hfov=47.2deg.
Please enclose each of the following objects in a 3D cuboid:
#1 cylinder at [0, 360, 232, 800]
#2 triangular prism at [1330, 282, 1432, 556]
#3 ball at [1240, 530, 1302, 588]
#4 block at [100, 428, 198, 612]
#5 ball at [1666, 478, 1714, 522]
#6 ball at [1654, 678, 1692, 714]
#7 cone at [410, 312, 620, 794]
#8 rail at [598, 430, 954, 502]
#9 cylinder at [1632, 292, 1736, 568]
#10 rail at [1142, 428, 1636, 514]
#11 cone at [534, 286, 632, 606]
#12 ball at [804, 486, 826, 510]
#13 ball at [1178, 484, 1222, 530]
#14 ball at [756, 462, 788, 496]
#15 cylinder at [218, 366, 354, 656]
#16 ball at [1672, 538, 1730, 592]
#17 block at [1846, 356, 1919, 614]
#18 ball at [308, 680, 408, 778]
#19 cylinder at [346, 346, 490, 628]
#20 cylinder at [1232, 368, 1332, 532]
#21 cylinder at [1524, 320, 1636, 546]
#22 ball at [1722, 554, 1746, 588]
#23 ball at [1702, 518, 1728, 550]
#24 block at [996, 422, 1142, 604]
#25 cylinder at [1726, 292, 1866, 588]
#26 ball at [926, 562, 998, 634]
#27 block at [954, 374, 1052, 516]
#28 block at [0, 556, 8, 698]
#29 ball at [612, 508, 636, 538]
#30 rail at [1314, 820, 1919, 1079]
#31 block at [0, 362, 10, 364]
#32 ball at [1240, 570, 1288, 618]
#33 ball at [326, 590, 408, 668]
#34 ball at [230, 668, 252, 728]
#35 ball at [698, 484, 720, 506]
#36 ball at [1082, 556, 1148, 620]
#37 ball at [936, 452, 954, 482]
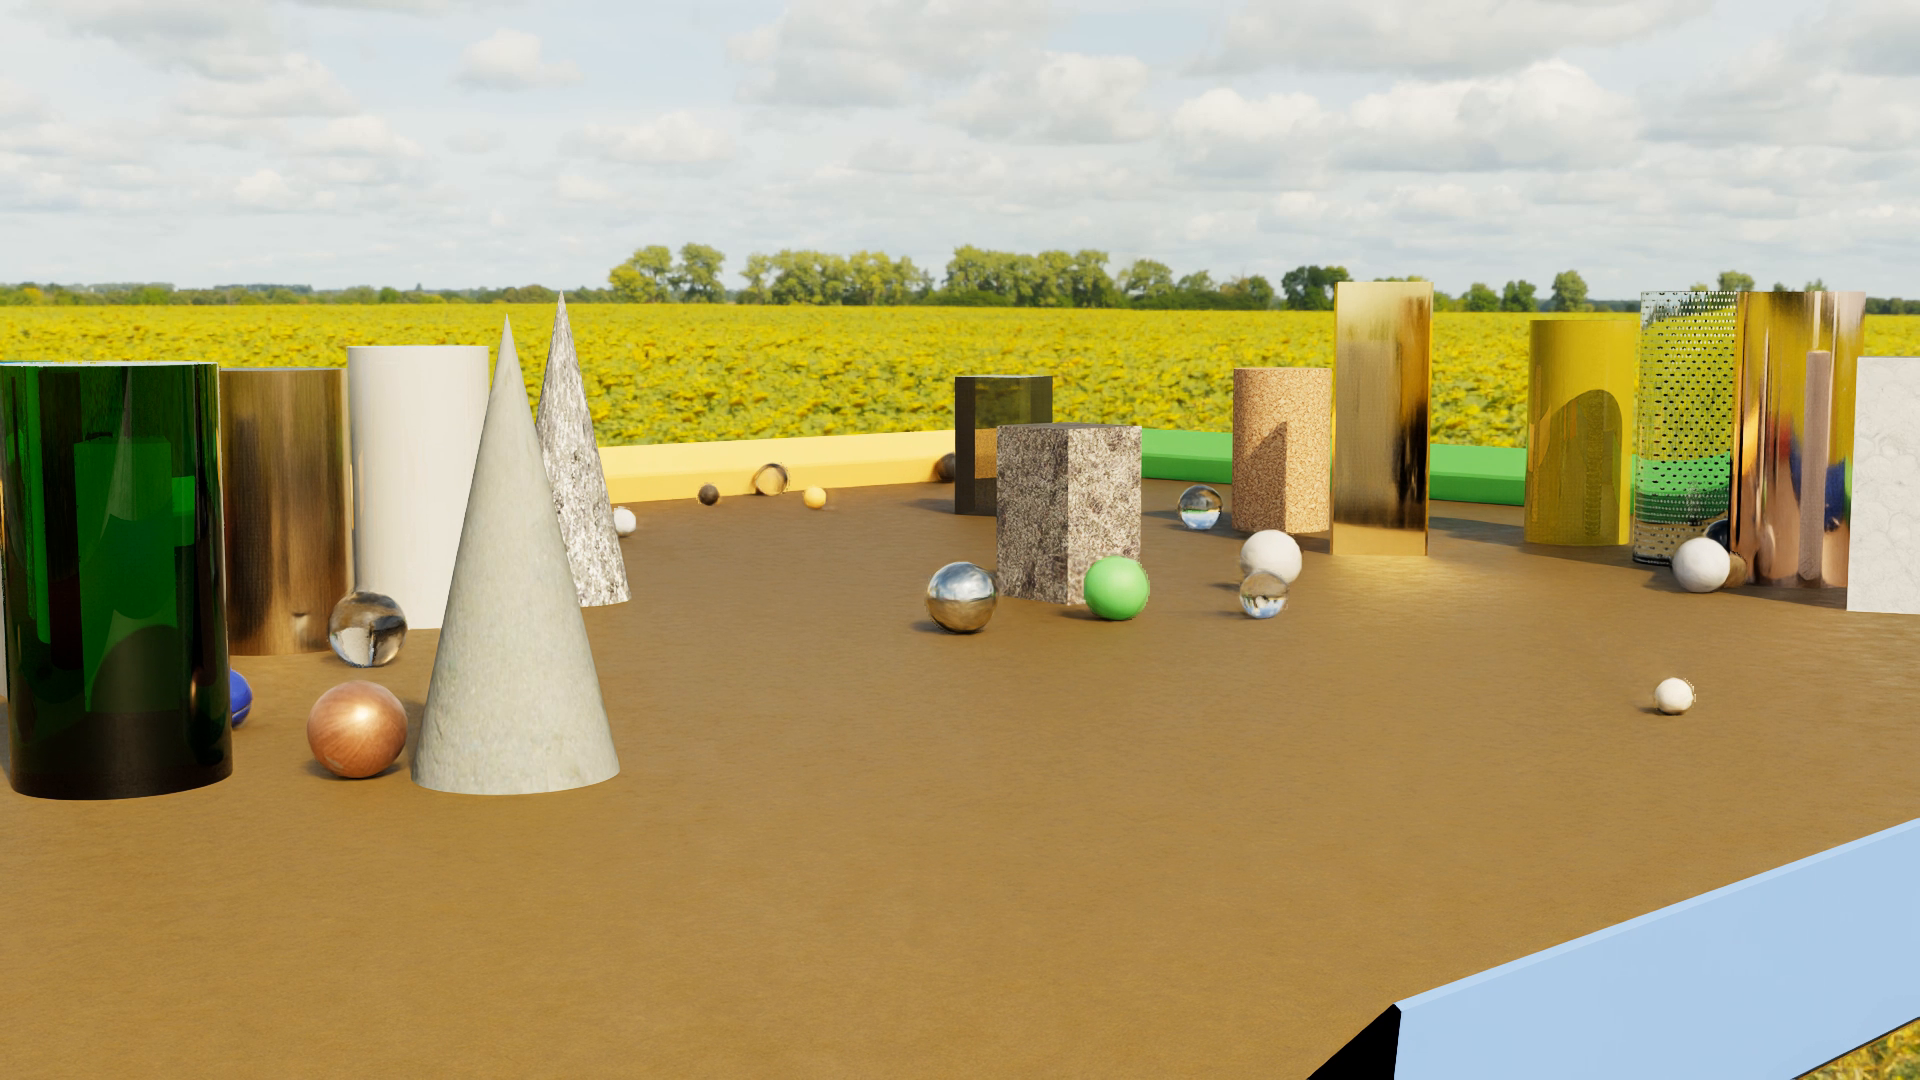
[{"bbox_3d":[-0.801,0.031,2.085,0.199,0.395,0.199,0,6,0],"label":"cylinder"},{"bbox_3d":[0.776,-0.227,4.069,0.172,0.496,0.149,1,6,8],"label":"triangular prism"},{"bbox_3d":[0.493,0.033,3.490,0.099,0.099,0.099,0,6,0],"label":"ball"},{"bbox_3d":[-1.209,-0.032,3.325,0.159,0.263,0.159,-2,6,-21],"label":"block"},{"bbox_3d":[1.541,-0.084,4.641,0.094,0.094,0.094,0,6,0],"label":"ball"},{"bbox_3d":[0.789,0.173,2.431,0.040,0.040,0.040,0,6,0],"label":"ball"},{"bbox_3d":[-0.429,0.004,2.106,0.199,0.443,0.199,0,6,0],"label":"cone"},{"bbox_3d":[-1.241,-0.106,4.670,4.230,0.129,0.045,-5,8,-42],"label":"rail"},{"bbox_3d":[1.300,-0.199,3.887,0.199,0.478,0.199,0,6,0],"label":"cylinder"},{"bbox_3d":[1.537,-0.113,4.742,0.045,0.129,3.709,-5,8,-42],"label":"rail"},{"bbox_3d":[-0.610,-0.149,3.386,0.199,0.483,0.199,0,6,0],"label":"cone"},{"bbox_3d":[-0.326,-0.094,4.942,0.052,0.052,0.052,0,6,0],"label":"ball"},{"bbox_3d":[0.489,-0.066,4.478,0.093,0.093,0.093,0,6,0],"label":"ball"},{"bbox_3d":[-0.454,-0.148,5.319,0.080,0.080,0.080,0,6,0],"label":"ball"},{"bbox_3d":[-0.913,-0.043,2.925,0.199,0.368,0.199,0,6,0],"label":"cylinder"},{"bbox_3d":[1.173,0.040,3.482,0.088,0.088,0.088,0,6,0],"label":"ball"},{"bbox_3d":[1.426,-0.086,3.301,0.159,0.376,0.159,2,6,23],"label":"block"},{"bbox_3d":[-0.576,0.181,2.105,0.093,0.093,0.093,0,6,0],"label":"ball"},{"bbox_3d":[-0.775,-0.081,3.167,0.199,0.394,0.199,0,6,0],"label":"cylinder"},{"bbox_3d":[0.658,-0.187,4.507,0.199,0.327,0.199,0,6,0],"label":"cylinder"},{"bbox_3d":[1.199,-0.211,4.258,0.199,0.427,0.199,0,6,0],"label":"cylinder"},{"bbox_3d":[1.240,0.049,3.547,0.055,0.055,0.055,0,6,0],"label":"ball"},{"bbox_3d":[1.314,0.009,3.764,0.090,0.090,0.090,0,6,0],"label":"ball"},{"bbox_3d":[0.170,-0.045,3.437,0.159,0.267,0.159,-5,8,-42],"label":"block"},{"bbox_3d":[1.371,-0.169,3.612,0.199,0.475,0.199,0,6,0],"label":"cylinder"},{"bbox_3d":[0.003,0.080,3.044,0.099,0.099,0.099,0,6,0],"label":"ball"},{"bbox_3d":[0.097,-0.209,4.837,0.159,0.302,0.159,3,7,29],"label":"block"},{"bbox_3d":[-1.017,0.032,2.542,0.159,0.299,0.159,-4,7,-35],"label":"block"},{"bbox_3d":[-0.667,-0.034,4.339,0.056,0.056,0.056,0,6,0],"label":"ball"},{"bbox_3d":[1.241,0.173,1.994,4.230,0.129,0.045,-5,8,-42],"label":"rail"},{"bbox_3d":[-1.327,-0.054,3.004,0.159,0.374,0.159,-2,6,-15],"label":"block"},{"bbox_3d":[0.440,0.079,3.189,0.070,0.070,0.070,0,6,0],"label":"ball"},{"bbox_3d":[-0.741,0.111,2.751,0.098,0.098,0.098,0,6,0],"label":"ball"},{"bbox_3d":[-0.787,0.169,2.336,0.069,0.069,0.069,0,6,0],"label":"ball"},{"bbox_3d":[-0.578,-0.104,5.056,0.048,0.048,0.048,0,6,0],"label":"ball"},{"bbox_3d":[0.224,0.069,3.172,0.093,0.093,0.093,0,6,0],"label":"ball"},{"bbox_3d":[-0.022,-0.189,5.713,0.080,0.080,0.080,0,6,0],"label":"ball"}]
